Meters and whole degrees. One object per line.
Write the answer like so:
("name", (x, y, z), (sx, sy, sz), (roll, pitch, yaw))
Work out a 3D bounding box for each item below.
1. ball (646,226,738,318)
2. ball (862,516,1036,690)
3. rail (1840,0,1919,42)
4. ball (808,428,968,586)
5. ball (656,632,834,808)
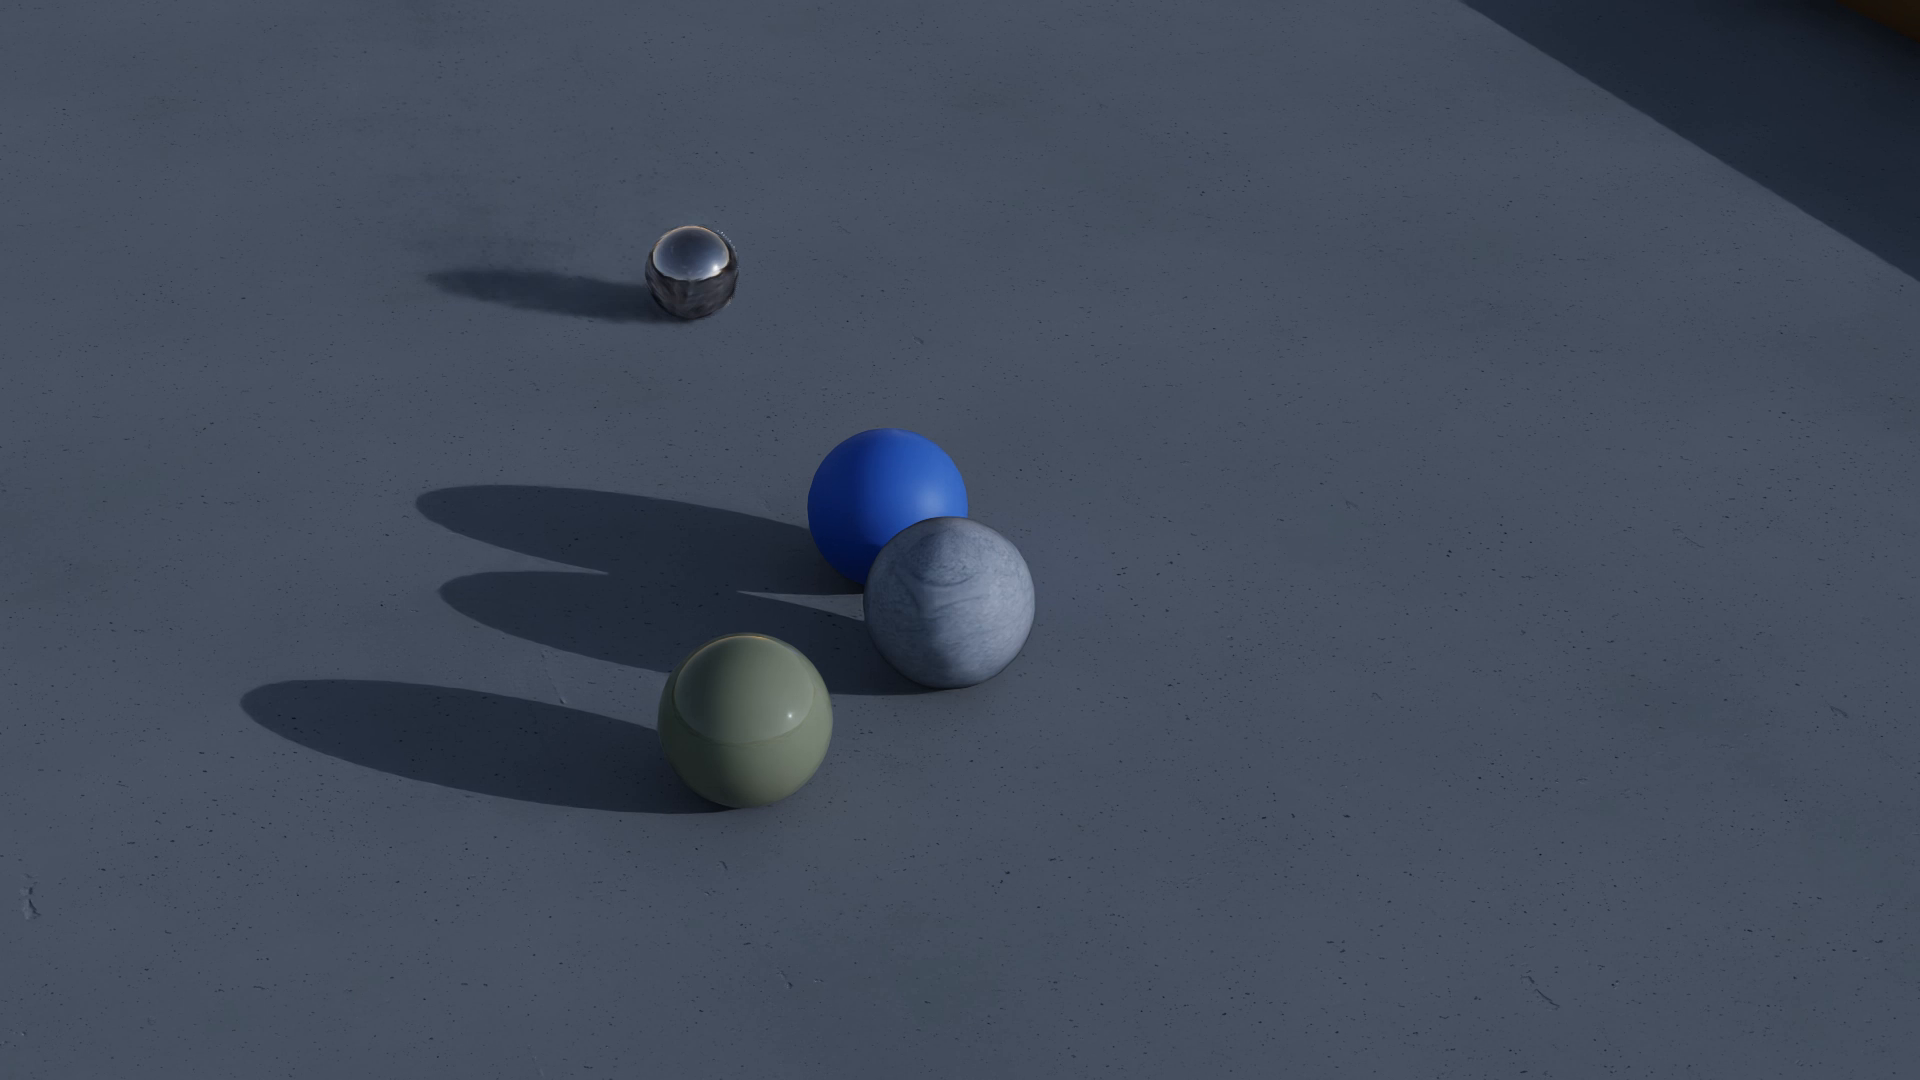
("ball", (-0.191, -0.191, 2.094), (0.066, 0.066, 0.066), (0, 30, 0))
("ball", (-0.006, 0.035, 1.665), (0.098, 0.098, 0.098), (0, 30, 0))
("rail", (0.643, -0.716, 2.950), (0.045, 0.128, 4.288), (-11, 32, -19))
("ball", (-0.043, -0.019, 1.762), (0.097, 0.097, 0.097), (0, 30, 0))
("ball", (-0.114, 0.096, 1.564), (0.094, 0.094, 0.094), (0, 30, 0))
